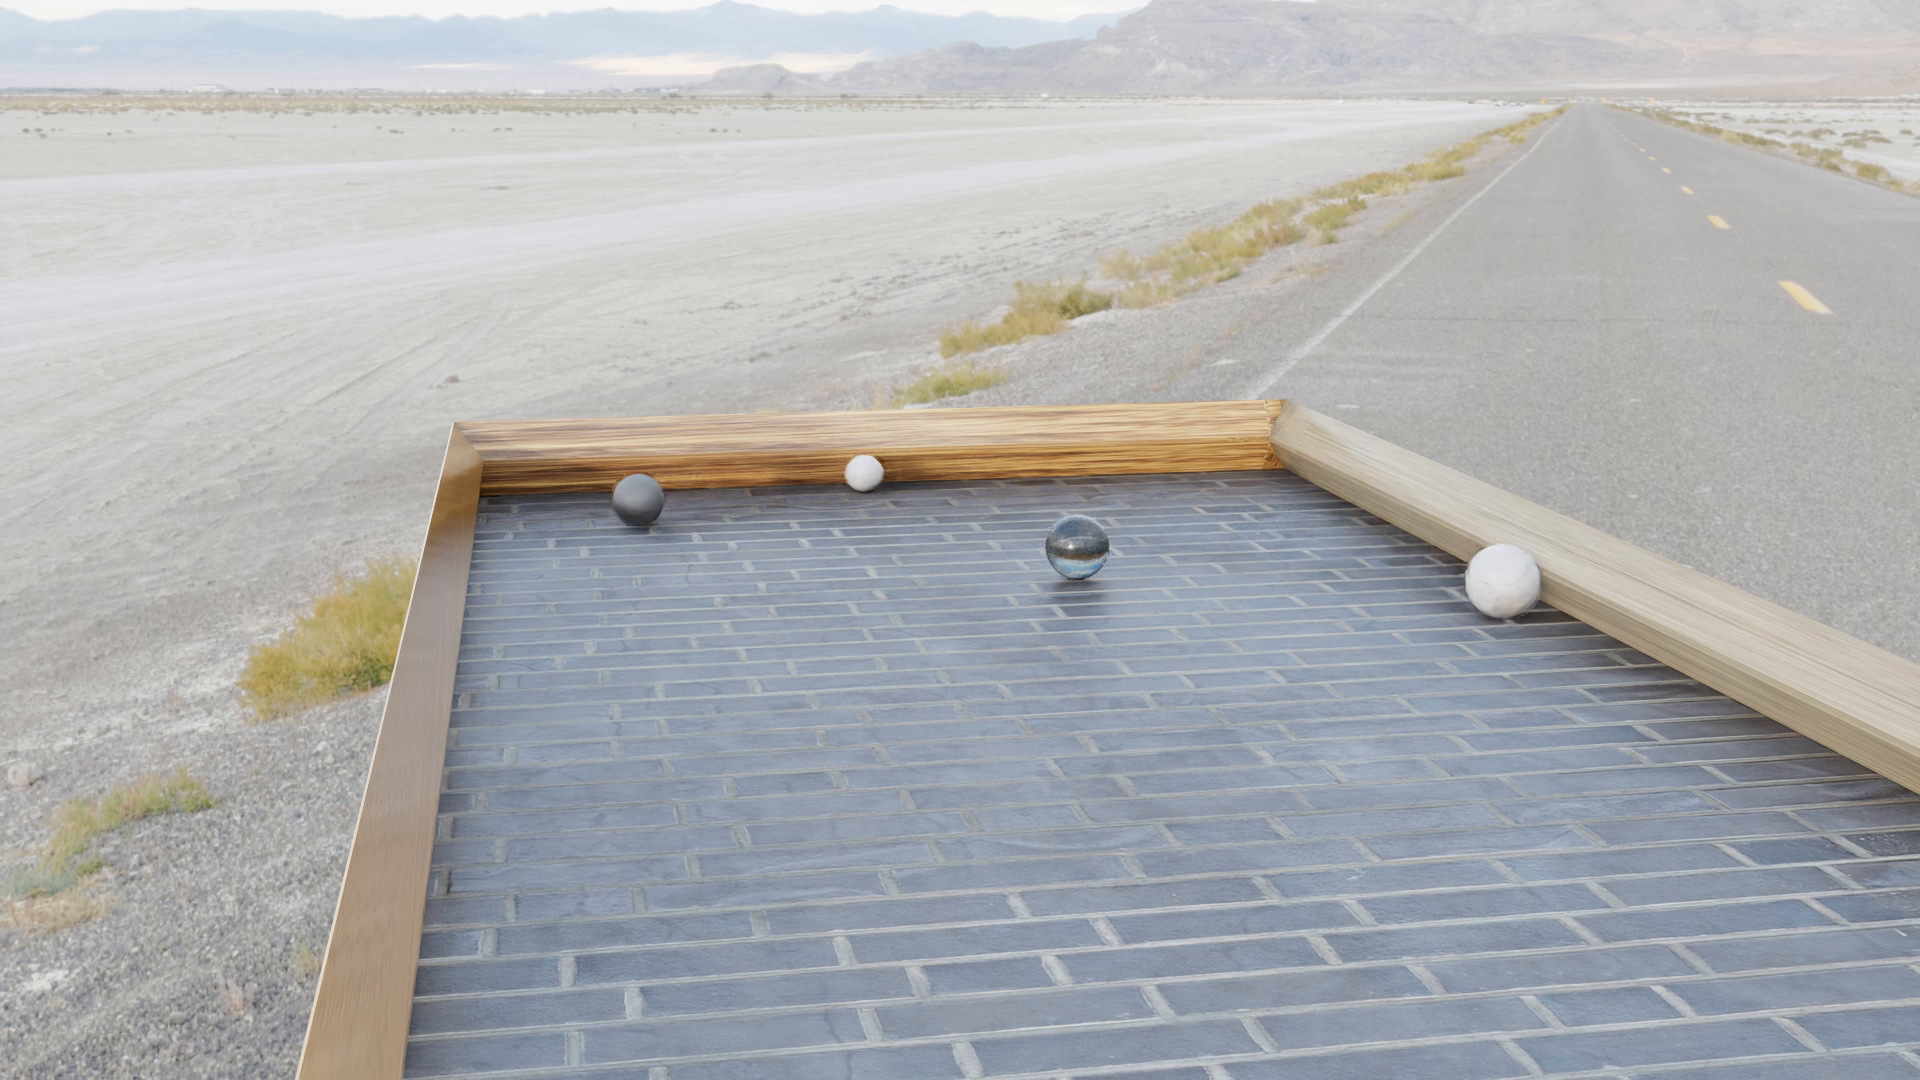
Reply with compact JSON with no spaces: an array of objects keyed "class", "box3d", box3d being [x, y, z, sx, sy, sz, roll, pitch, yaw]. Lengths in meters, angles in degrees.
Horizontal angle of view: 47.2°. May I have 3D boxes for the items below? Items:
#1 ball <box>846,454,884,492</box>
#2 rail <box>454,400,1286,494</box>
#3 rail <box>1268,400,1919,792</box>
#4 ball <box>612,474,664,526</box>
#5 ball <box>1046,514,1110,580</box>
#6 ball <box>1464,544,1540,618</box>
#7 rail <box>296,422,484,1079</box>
[{"class":"ball","box3d":[-0.150,-0.105,3.461,0.060,0.060,0.060,0,12,0]},{"class":"rail","box3d":[-0.117,-0.147,3.524,1.356,0.115,0.045,-2,12,-11]},{"class":"rail","box3d":[0.764,0.084,2.412,0.045,0.115,2.608,-2,12,-11]},{"class":"ball","box3d":[-0.468,-0.059,3.201,0.075,0.075,0.075,0,12,0]},{"class":"ball","box3d":[0.152,0.009,2.854,0.083,0.083,0.083,0,12,0]},{"class":"ball","box3d":[0.653,0.050,2.646,0.089,0.089,0.089,0,12,0]},{"class":"rail","box3d":[-0.521,0.133,2.173,0.045,0.115,2.608,-2,12,-11]}]
